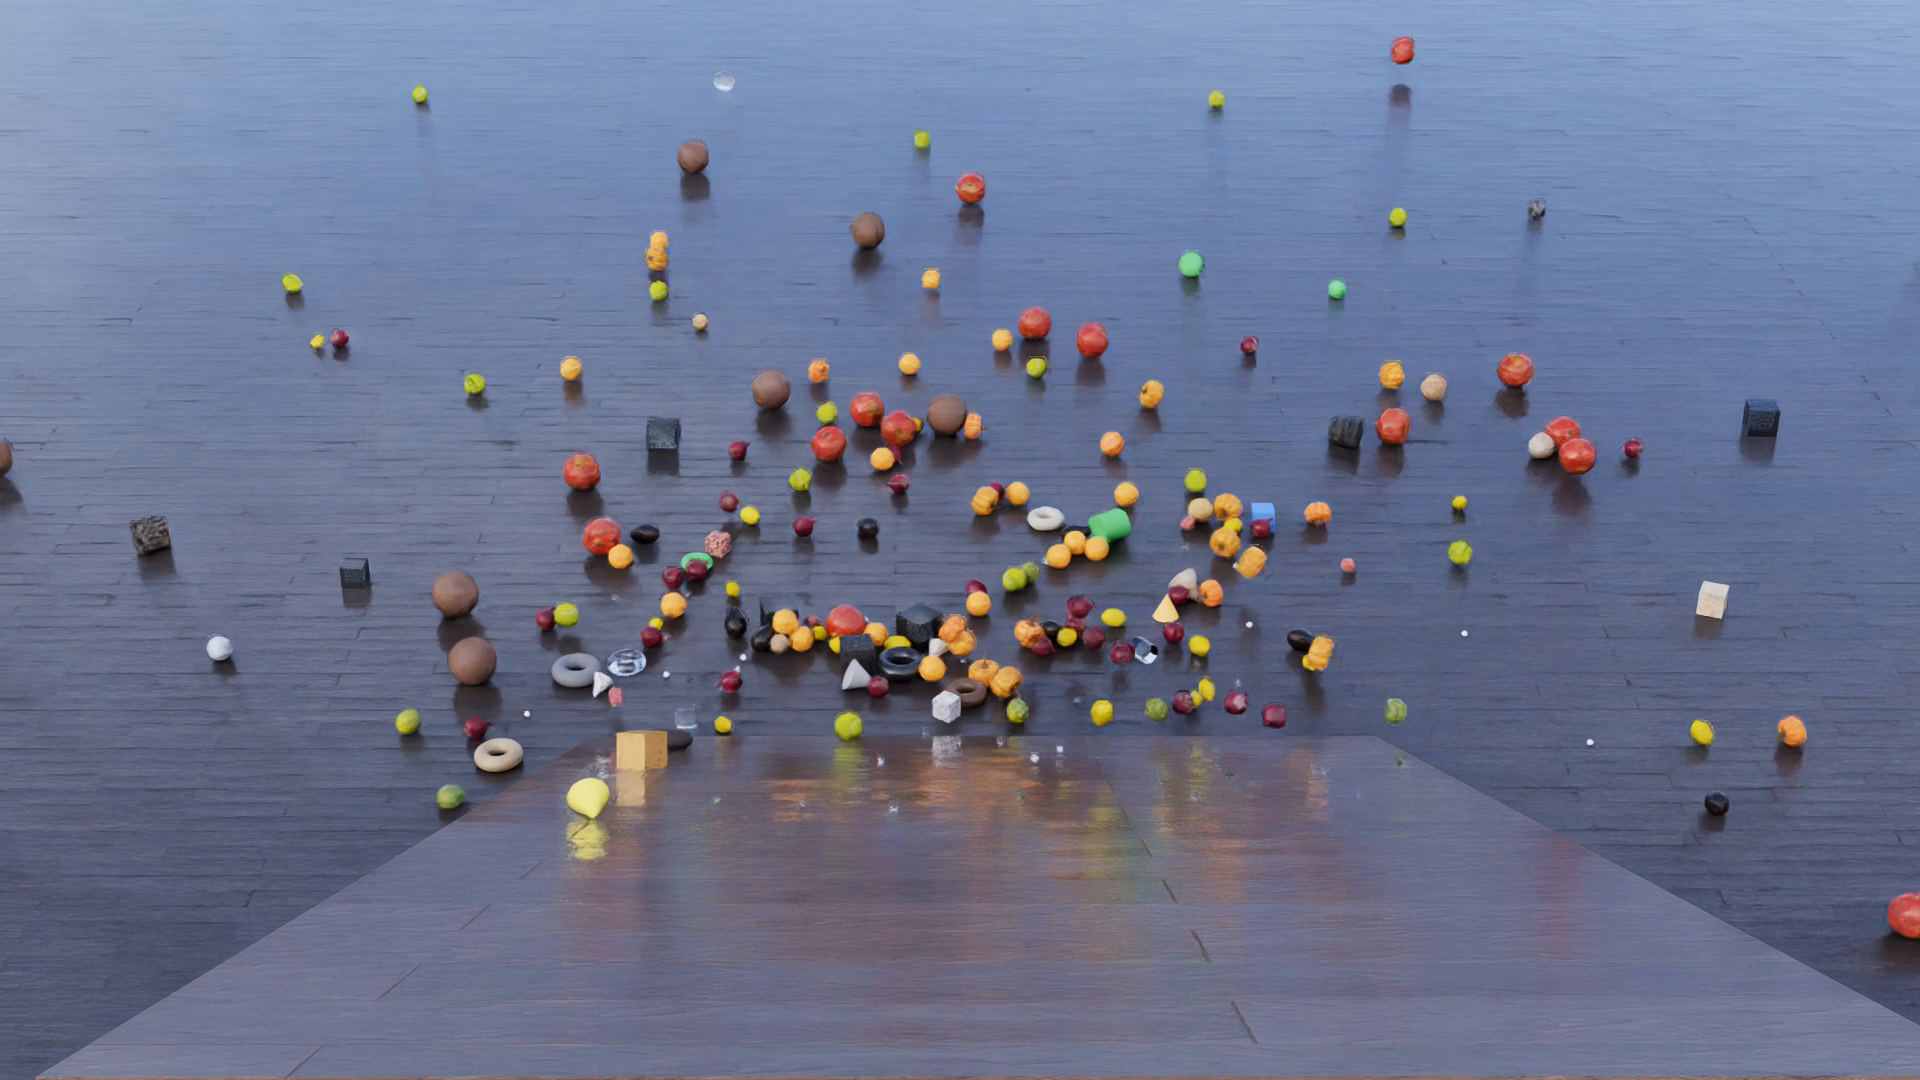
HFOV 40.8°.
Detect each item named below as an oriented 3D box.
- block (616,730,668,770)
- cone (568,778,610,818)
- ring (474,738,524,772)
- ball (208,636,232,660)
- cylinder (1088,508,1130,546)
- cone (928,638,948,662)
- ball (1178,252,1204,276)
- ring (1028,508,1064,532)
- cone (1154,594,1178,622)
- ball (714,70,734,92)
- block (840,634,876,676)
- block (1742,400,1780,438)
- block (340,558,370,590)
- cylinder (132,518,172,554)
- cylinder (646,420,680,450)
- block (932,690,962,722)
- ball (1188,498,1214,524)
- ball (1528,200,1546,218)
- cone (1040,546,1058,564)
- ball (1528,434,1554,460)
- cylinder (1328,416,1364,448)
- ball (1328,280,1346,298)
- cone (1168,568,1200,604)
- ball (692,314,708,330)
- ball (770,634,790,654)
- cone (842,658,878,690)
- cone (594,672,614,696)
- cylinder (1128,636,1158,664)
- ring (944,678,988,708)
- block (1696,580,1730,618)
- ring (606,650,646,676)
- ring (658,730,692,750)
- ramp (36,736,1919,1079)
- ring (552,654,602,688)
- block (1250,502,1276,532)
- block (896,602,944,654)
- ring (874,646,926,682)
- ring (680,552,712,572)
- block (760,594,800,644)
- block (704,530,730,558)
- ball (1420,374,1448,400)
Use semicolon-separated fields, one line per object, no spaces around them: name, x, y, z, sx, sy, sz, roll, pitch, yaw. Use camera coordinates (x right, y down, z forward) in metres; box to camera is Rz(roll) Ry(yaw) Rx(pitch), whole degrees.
block;-0.712;0.470;5.786;0.080;0.080;0.080;0;1;31
cone;-0.692;0.502;4.846;0.080;0.080;0.080;-7;29;-13
ring;-1.189;0.554;6.658;0.126;0.042;0.126;-1;29;1
ball;-2.035;0.299;7.105;0.068;0.068;0.068;0;28;0
cylinder;0.445;-0.039;7.708;0.091;0.091;0.091;-19;33;-31
cone;-0.072;0.312;7.123;0.061;0.061;0.061;15;59;26
ball;0.852;-1.016;9.525;0.089;0.089;0.089;0;28;0
ring;0.260;-0.063;7.810;0.113;0.038;0.113;-1;30;0
cone;0.584;0.183;7.313;0.074;0.074;0.074;0;28;0
ball;-1.041;-2.024;11.396;0.092;0.092;0.092;0;28;0
block;-0.280;0.316;7.054;0.085;0.085;0.085;-5;29;-9
block;2.594;-0.395;8.368;0.091;0.091;0.091;2;28;3
block;-1.752;0.097;7.482;0.066;0.066;0.066;1;28;3
cylinder;-2.396;-0.013;7.654;0.093;0.093;0.093;-13;31;-25
cylinder;-0.949;-0.338;8.261;0.093;0.093;0.093;2;28;3
block;-0.035;0.442;6.852;0.055;0.055;0.055;20;34;33
ball;0.727;-0.089;7.816;0.077;0.077;0.077;0;28;0
ball;2.243;-1.284;10.045;0.070;0.070;0.070;0;28;0
cone;0.264;0.037;7.607;0.052;0.052;0.052;0;28;0
ball;1.844;-0.297;8.195;0.083;0.083;0.083;0;28;0
cylinder;1.236;-0.347;8.280;0.090;0.090;0.090;12;31;22
ball;1.365;-0.907;9.350;0.063;0.063;0.063;0;28;0
cone;0.663;0.147;7.414;0.095;0.095;0.095;-18;60;-30
ball;-0.914;-0.768;9.100;0.055;0.055;0.055;0;28;0
ball;-0.497;0.286;7.121;0.056;0.056;0.056;0;28;0
cone;-0.259;0.378;6.986;0.089;0.089;0.089;22;24;-16
cone;-0.973;0.399;6.960;0.062;0.062;0.062;14;58;24
cylinder;0.504;0.303;7.108;0.057;0.057;0.057;-18;33;-30
ring;0.014;0.410;6.928;0.119;0.040;0.119;-1;27;0
block;2.138;0.170;7.341;0.071;0.071;0.071;12;31;21
ring;-0.913;0.335;7.072;0.109;0.036;0.109;-1;28;1
ring;-0.713;0.484;6.280;0.125;0.042;0.125;1;-1;0
ramp;0.064;0.572;4.614;2.000;0.100;4.000;0;1;0
ring;-1.041;0.354;7.025;0.139;0.046;0.139;1;29;-1
block;0.912;-0.068;7.788;0.066;0.066;0.066;0;28;0
block;-0.111;0.246;7.177;0.092;0.092;0.092;-25;37;-38
ring;-0.161;0.339;7.052;0.143;0.048;0.143;0;29;0
ring;-0.771;0.066;7.576;0.094;0.031;0.094;1;27;-1
block;-0.505;0.219;7.225;0.094;0.094;0.094;-6;29;-11
block;-0.718;0.012;7.652;0.054;0.054;0.054;12;30;21
ball;1.574;-0.506;8.581;0.087;0.087;0.087;0;28;0
